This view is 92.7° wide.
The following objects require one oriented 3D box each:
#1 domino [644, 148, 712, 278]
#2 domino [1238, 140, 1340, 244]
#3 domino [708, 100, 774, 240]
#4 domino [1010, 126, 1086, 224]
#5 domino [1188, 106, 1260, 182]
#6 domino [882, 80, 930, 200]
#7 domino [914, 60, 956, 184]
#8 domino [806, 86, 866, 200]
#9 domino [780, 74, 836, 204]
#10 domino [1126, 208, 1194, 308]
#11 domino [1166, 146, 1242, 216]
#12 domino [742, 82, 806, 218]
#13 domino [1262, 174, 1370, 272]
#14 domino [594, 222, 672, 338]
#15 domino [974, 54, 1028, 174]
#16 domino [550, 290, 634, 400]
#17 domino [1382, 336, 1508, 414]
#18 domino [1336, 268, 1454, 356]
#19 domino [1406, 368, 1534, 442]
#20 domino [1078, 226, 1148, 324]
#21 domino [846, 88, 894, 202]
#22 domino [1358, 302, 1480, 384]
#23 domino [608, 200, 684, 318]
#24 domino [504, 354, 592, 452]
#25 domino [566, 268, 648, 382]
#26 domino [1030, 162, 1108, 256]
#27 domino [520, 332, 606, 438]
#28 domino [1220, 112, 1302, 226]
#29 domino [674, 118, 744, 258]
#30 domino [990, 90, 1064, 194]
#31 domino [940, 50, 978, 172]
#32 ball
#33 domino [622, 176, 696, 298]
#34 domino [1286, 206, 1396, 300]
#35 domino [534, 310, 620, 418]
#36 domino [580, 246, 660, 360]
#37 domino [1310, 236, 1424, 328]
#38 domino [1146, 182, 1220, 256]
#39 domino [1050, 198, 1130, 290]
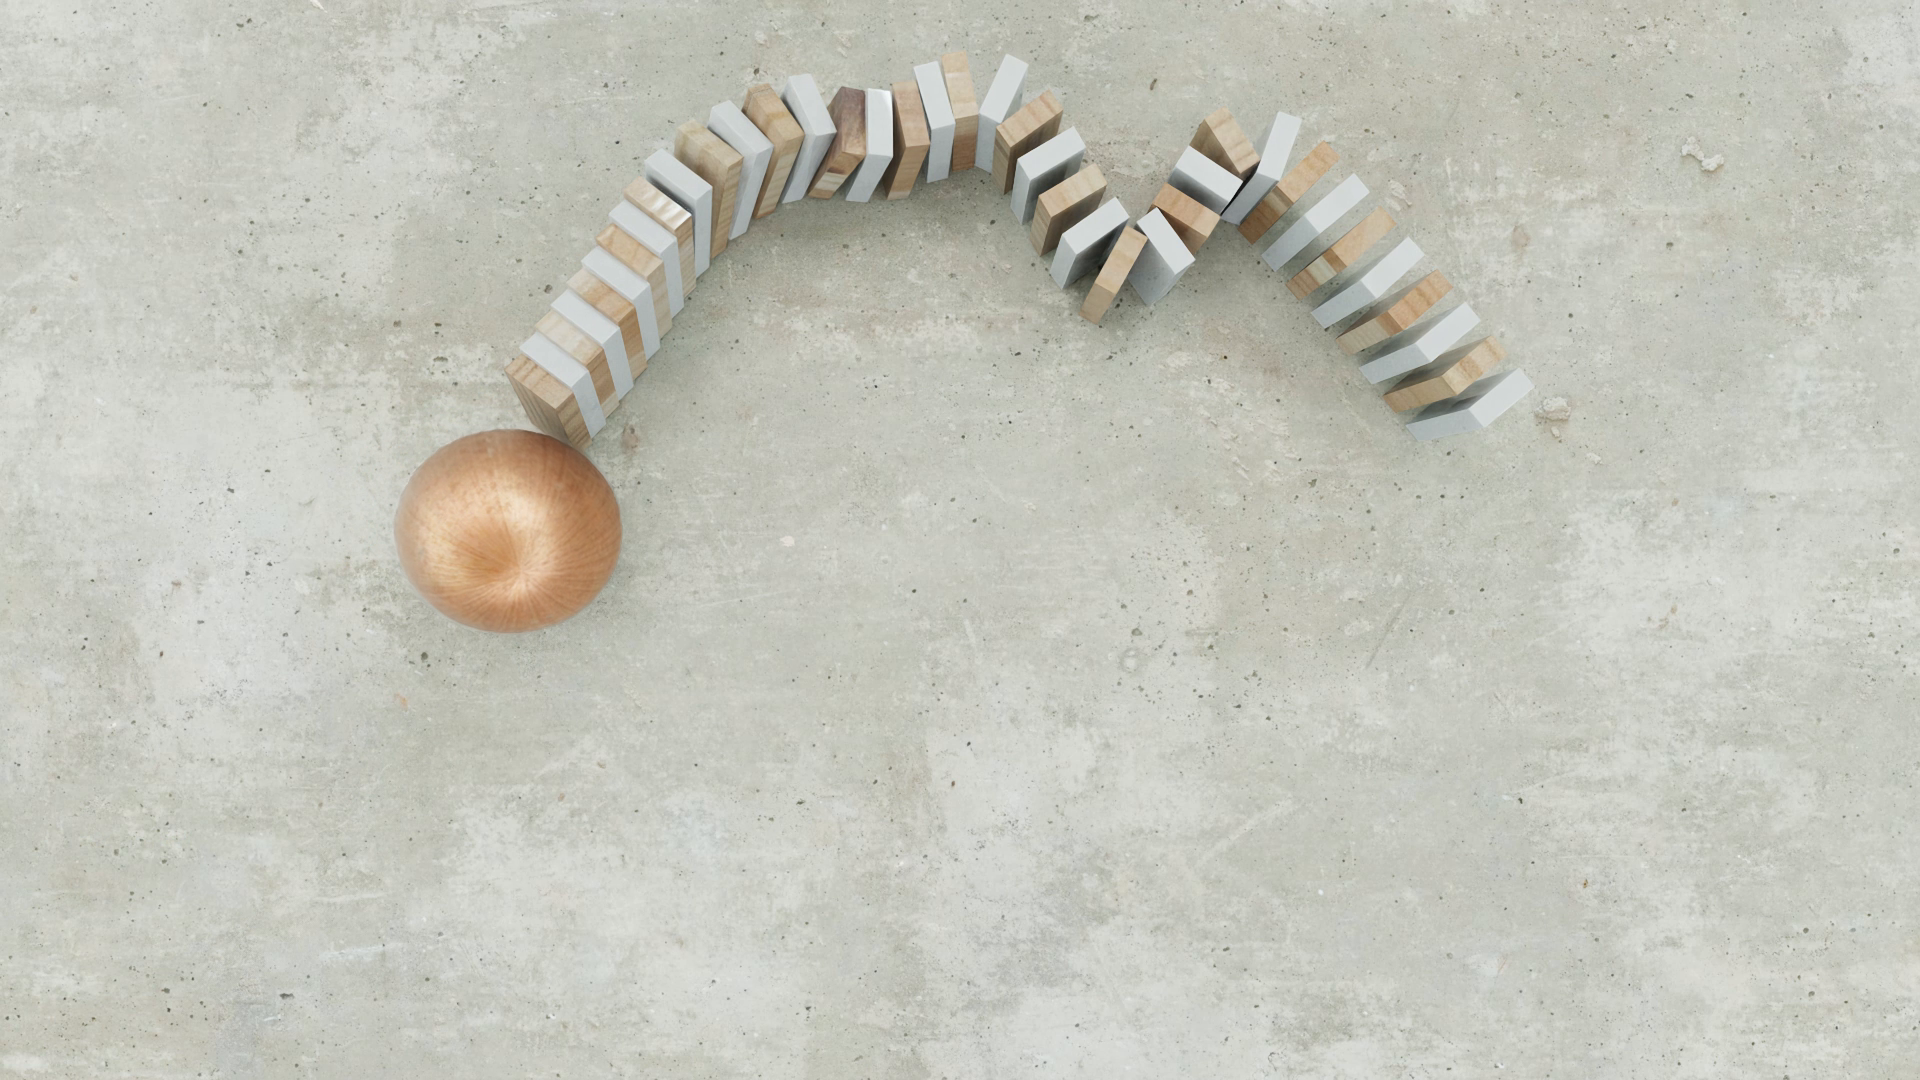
[{"bbox_3d":[-0.115,-0.132,0.376,0.025,0.050,0.009,37,64,0],"label":"domino"},{"bbox_3d":[0.133,-0.141,0.375,0.025,0.050,0.010,-44,90,0],"label":"domino"},{"bbox_3d":[-0.095,-0.151,0.377,0.025,0.050,0.009,46,55,0],"label":"domino"},{"bbox_3d":[0.035,-0.148,0.375,0.025,0.050,0.010,-31,90,0],"label":"domino"},{"bbox_3d":[0.104,-0.153,0.375,0.009,0.050,0.025,-33,90,0],"label":"domino"},{"bbox_3d":[-0.024,-0.162,0.375,0.009,0.050,0.025,-12,90,-13],"label":"domino"},{"bbox_3d":[-0.012,-0.169,0.375,0.010,0.050,0.025,-16,90,-4],"label":"domino"},{"bbox_3d":[-0.051,-0.161,0.375,0.010,0.050,0.025,-1,90,-25],"label":"domino"},{"bbox_3d":[-0.067,-0.163,0.376,0.009,0.050,0.025,-25,90,-28],"label":"domino"},{"bbox_3d":[0.079,-0.114,0.375,0.009,0.050,0.025,-36,90,0],"label":"domino"},{"bbox_3d":[0.095,-0.140,0.375,0.025,0.050,0.009,33,90,0],"label":"domino"},{"bbox_3d":[-0.082,-0.158,0.376,0.009,0.050,0.025,-36,90,-32],"label":"domino"},{"bbox_3d":[0.144,-0.129,0.375,0.025,0.050,0.009,-40,90,0],"label":"domino"},{"bbox_3d":[-0.133,-0.104,0.375,0.025,0.050,0.010,37,68,0],"label":"domino"},{"bbox_3d":[0.016,-0.173,0.375,0.009,0.050,0.025,25,90,-2],"label":"domino"},{"bbox_3d":[-0.149,-0.079,0.375,0.025,0.050,0.010,37,68,0],"label":"domino"},{"bbox_3d":[0.197,-0.067,0.375,0.025,0.050,0.010,-39,90,0],"label":"domino"},{"bbox_3d":[0.176,-0.092,0.375,0.025,0.050,0.009,-40,90,0],"label":"domino"},{"bbox_3d":[0.207,-0.054,0.375,0.025,0.050,0.009,-39,90,0],"label":"domino"},{"bbox_3d":[0.062,-0.107,0.375,0.010,0.050,0.025,29,90,0],"label":"domino"},{"bbox_3d":[-0.038,-0.160,0.375,0.010,0.050,0.025,-1,90,-17],"label":"domino"},{"bbox_3d":[0.186,-0.079,0.375,0.025,0.050,0.009,-40,90,0],"label":"domino"},{"bbox_3d":[-0.127,-0.113,0.375,0.025,0.050,0.010,37,68,0],"label":"domino"},{"bbox_3d":[-0.167,-0.054,0.375,0.025,0.050,0.010,37,68,0],"label":"domino"},{"bbox_3d":[-0.143,-0.087,0.375,0.025,0.050,0.009,37,68,0],"label":"domino"},{"bbox_3d":[0.043,-0.134,0.375,0.025,0.050,0.010,-30,90,0],"label":"domino"},{"bbox_3d":[-0.161,-0.062,0.375,0.025,0.050,0.010,37,68,0],"label":"domino"},{"bbox_3d":[0.122,-0.151,0.375,0.009,0.050,0.025,20,90,0],"label":"domino"},{"bbox_3d":[-0.106,-0.143,0.377,0.025,0.050,0.009,37,54,0],"label":"domino"},{"bbox_3d":[0.027,-0.161,0.375,0.025,0.050,0.009,-36,91,0],"label":"domino"},{"bbox_3d":[-0.001,-0.174,0.375,0.010,0.050,0.025,-12,90,-1],"label":"domino"},{"bbox_3d":[-0.176,-0.004,0.360,0.080,0.080,0.080,0,90,0],"label":"ball"},{"bbox_3d":[-0.122,-0.122,0.375,0.025,0.050,0.009,37,68,0],"label":"domino"},{"bbox_3d":[0.154,-0.116,0.375,0.025,0.050,0.009,-41,90,0],"label":"domino"},{"bbox_3d":[-0.156,-0.071,0.375,0.025,0.050,0.010,37,68,0],"label":"domino"},{"bbox_3d":[-0.138,-0.095,0.375,0.025,0.050,0.010,37,68,0],"label":"domino"},{"bbox_3d":[0.165,-0.104,0.375,0.025,0.050,0.009,-42,90,0],"label":"domino"},{"bbox_3d":[0.087,-0.126,0.375,0.025,0.050,0.010,32,90,0],"label":"domino"},{"bbox_3d":[0.052,-0.120,0.375,0.025,0.050,0.009,-35,90,0],"label":"domino"}]
